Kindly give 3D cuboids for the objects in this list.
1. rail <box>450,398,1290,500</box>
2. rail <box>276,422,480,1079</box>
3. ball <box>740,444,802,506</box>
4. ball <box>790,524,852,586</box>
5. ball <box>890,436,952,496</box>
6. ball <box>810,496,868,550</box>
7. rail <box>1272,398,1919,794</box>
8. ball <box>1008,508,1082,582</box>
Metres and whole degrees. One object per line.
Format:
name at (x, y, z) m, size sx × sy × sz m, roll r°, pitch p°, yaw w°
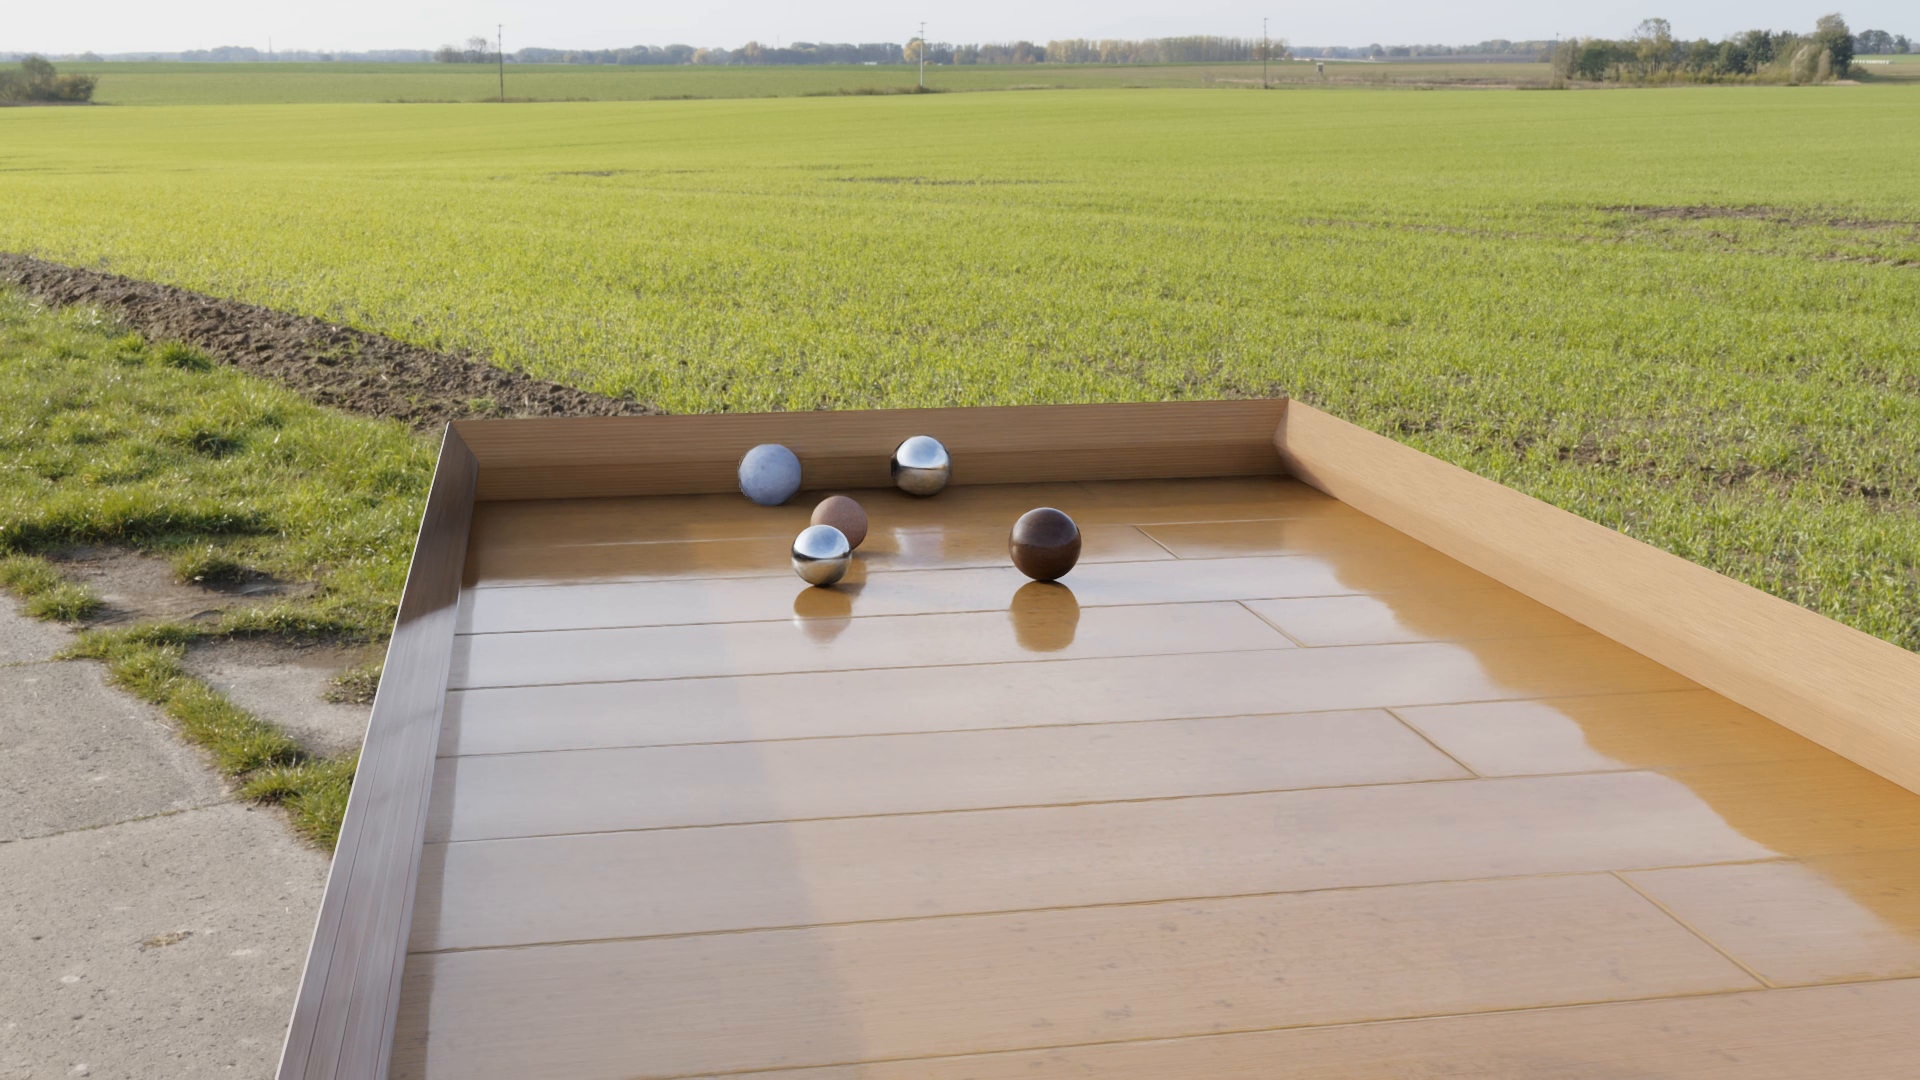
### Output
rail at (-0.118, -0.144, 3.536) m, size 1.373 × 0.126 × 0.045 m, roll -2°, pitch 12°, yaw -10°
rail at (-0.529, 0.135, 2.170) m, size 0.045 × 0.126 × 2.634 m, roll -2°, pitch 12°, yaw -10°
ball at (-0.293, -0.102, 3.409) m, size 0.096 × 0.096 × 0.096 m, roll 0°, pitch 12°, yaw 0°
ball at (-0.180, 0.020, 2.853) m, size 0.080 × 0.080 × 0.080 m, roll 0°, pitch 12°, yaw 0°
ball at (-0.062, -0.117, 3.480) m, size 0.097 × 0.097 × 0.097 m, roll 0°, pitch 12°, yaw 0°
ball at (-0.168, -0.022, 3.055) m, size 0.080 × 0.080 × 0.080 m, roll 0°, pitch 12°, yaw 0°
rail at (0.774, 0.086, 2.411) m, size 0.045 × 0.126 × 2.634 m, roll -2°, pitch 12°, yaw -10°
ball at (0.111, 0.006, 2.881) m, size 0.096 × 0.096 × 0.096 m, roll 0°, pitch 12°, yaw 0°
